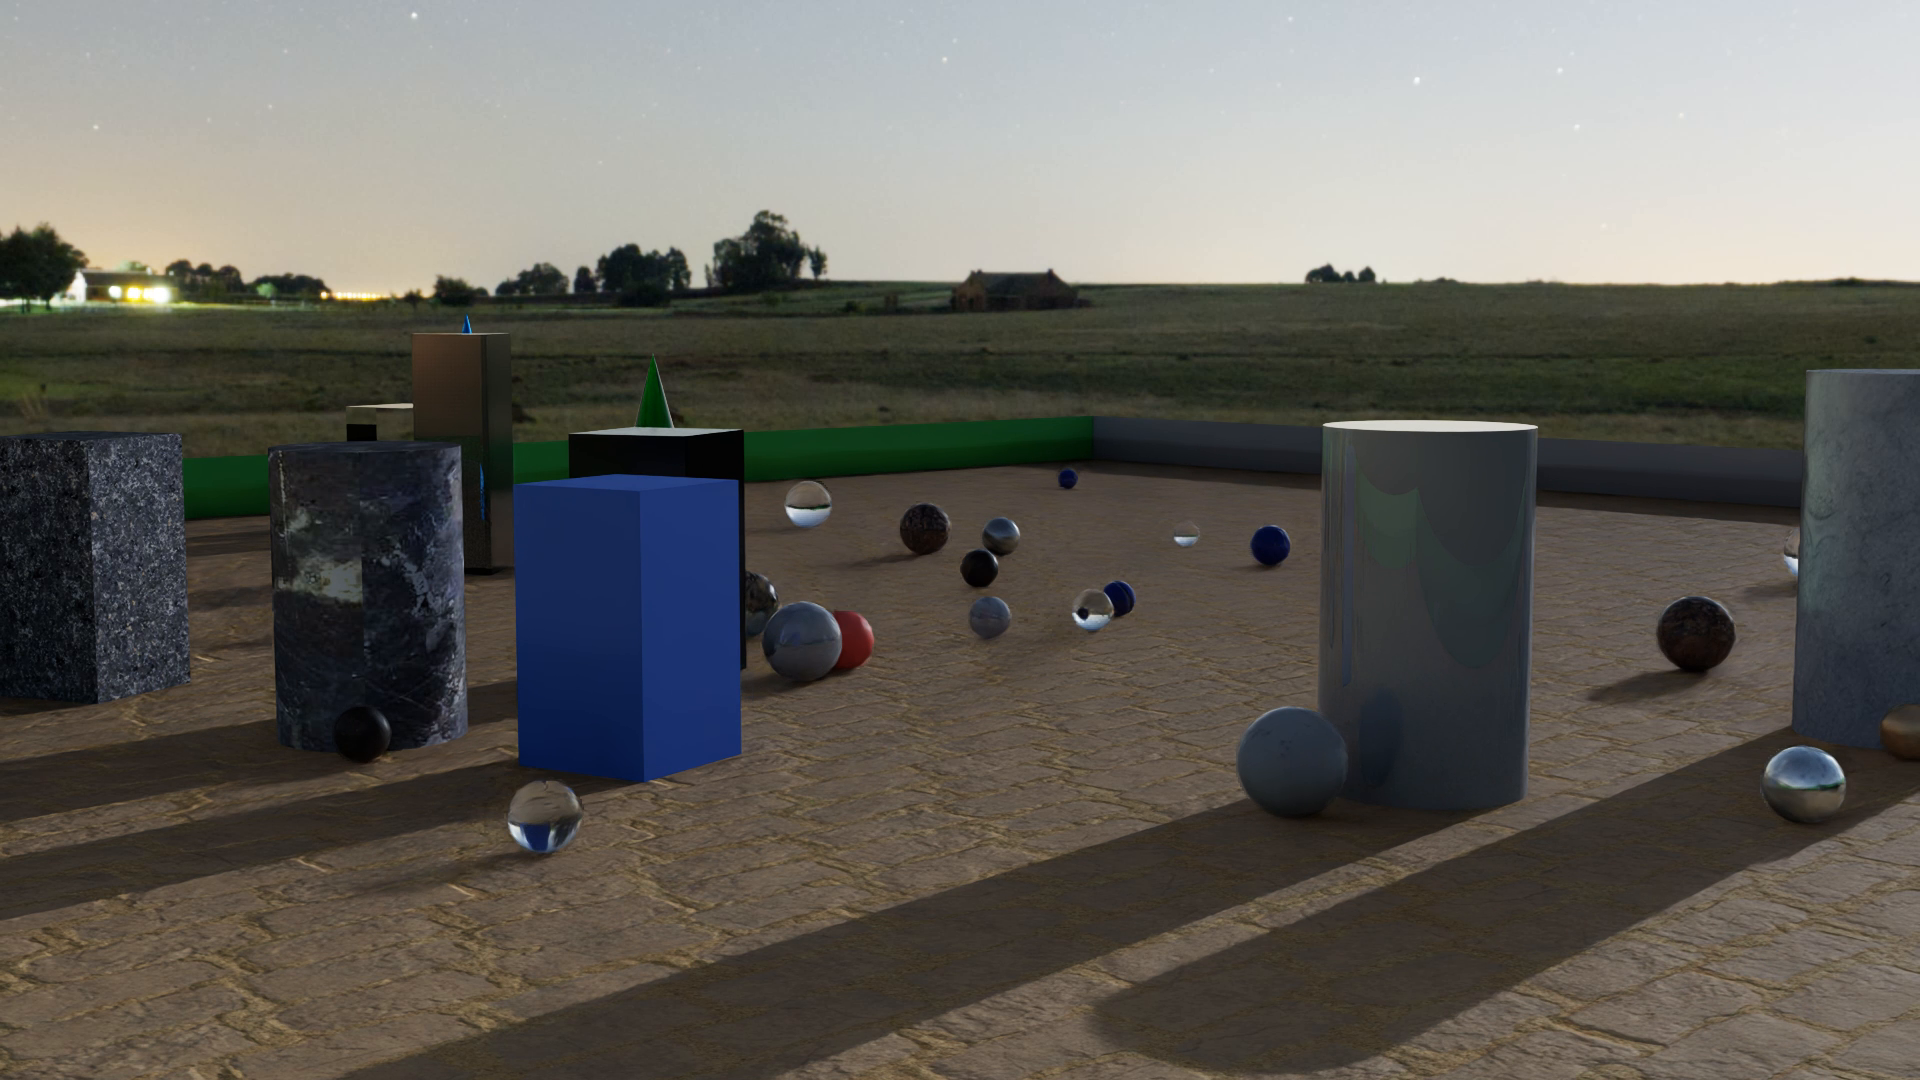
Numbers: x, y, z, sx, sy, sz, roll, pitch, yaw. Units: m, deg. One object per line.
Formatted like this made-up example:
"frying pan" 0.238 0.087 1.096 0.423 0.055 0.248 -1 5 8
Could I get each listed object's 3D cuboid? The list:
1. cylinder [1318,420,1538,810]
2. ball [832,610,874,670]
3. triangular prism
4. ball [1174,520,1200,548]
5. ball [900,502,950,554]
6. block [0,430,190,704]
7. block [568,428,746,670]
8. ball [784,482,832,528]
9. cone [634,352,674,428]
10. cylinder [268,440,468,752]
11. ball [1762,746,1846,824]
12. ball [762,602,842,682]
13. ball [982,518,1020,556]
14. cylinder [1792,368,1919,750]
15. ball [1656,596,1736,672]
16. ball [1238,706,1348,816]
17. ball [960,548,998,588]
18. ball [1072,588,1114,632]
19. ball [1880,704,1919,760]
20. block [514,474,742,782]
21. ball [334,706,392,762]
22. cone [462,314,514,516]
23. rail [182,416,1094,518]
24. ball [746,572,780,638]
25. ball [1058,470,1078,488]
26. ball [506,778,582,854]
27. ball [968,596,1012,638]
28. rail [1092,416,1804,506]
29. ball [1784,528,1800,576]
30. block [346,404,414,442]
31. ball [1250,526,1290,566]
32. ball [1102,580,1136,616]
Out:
"cylinder" 0.432 0.063 2.040 0.194 0.338 0.194 0 6 0
"ball" -0.143 0.124 2.724 0.074 0.074 0.074 0 6 0
"triangular prism" -0.823 -0.152 3.776 0.168 0.403 0.145 4 7 32
"ball" 0.425 -0.011 4.128 0.050 0.050 0.050 0 6 0
"ball" -0.064 -0.021 4.002 0.094 0.094 0.094 0 6 0
"block" -1.021 0.027 2.572 0.155 0.298 0.155 2 6 20
"block" -0.366 0.016 2.677 0.155 0.297 0.155 2 6 20
"ball" -0.310 -0.072 4.489 0.096 0.096 0.096 0 6 0
"cone" -0.550 -0.154 3.957 0.194 0.368 0.194 0 6 0
"cylinder" -0.617 0.054 2.296 0.194 0.303 0.194 0 6 0
"ball" 0.732 0.212 1.908 0.068 0.068 0.068 0 6 0
"ball" -0.189 0.122 2.636 0.096 0.096 0.096 0 6 0
"ball" 0.074 -0.006 3.976 0.071 0.071 0.071 0 6 0
"cylinder" 0.980 0.015 2.297 0.194 0.380 0.194 0 6 0
"ball" 0.908 0.115 2.713 0.093 0.093 0.093 0 6 0
"ball" 0.293 0.195 1.935 0.097 0.097 0.097 0 6 0
"ball" 0.032 0.045 3.532 0.062 0.062 0.062 0 6 0
"ball" 0.184 0.097 3.052 0.058 0.058 0.058 0 6 0
"ball" 0.943 0.190 2.183 0.055 0.055 0.055 0 6 0
"block" -0.326 0.081 2.167 0.155 0.276 0.155 4 7 30
"ball" -0.590 0.191 2.171 0.055 0.055 0.055 0 6 0
"cone" -1.057 -0.271 4.732 0.194 0.440 0.194 0 6 0
"rail" -1.427 -0.129 4.870 5.006 0.126 0.045 -5 8 -42
"ball" -0.291 0.088 2.995 0.089 0.089 0.089 0 6 0
"ball" 0.269 -0.152 5.473 0.049 0.049 0.049 0 6 0
"ball" -0.341 0.227 1.806 0.061 0.061 0.061 0 6 0
"ball" 0.040 0.105 2.980 0.058 0.058 0.058 0 6 0
"rail" 1.822 -0.143 5.004 0.045 0.126 4.256 -5 8 -42
"ball" 1.401 0.021 3.608 0.094 0.094 0.094 0 6 0
"block" -1.112 -0.142 4.401 0.155 0.253 0.155 4 7 30
"ball" 0.541 0.009 3.832 0.070 0.070 0.070 0 6 0
"ball" 0.229 0.085 3.198 0.052 0.052 0.052 0 6 0
